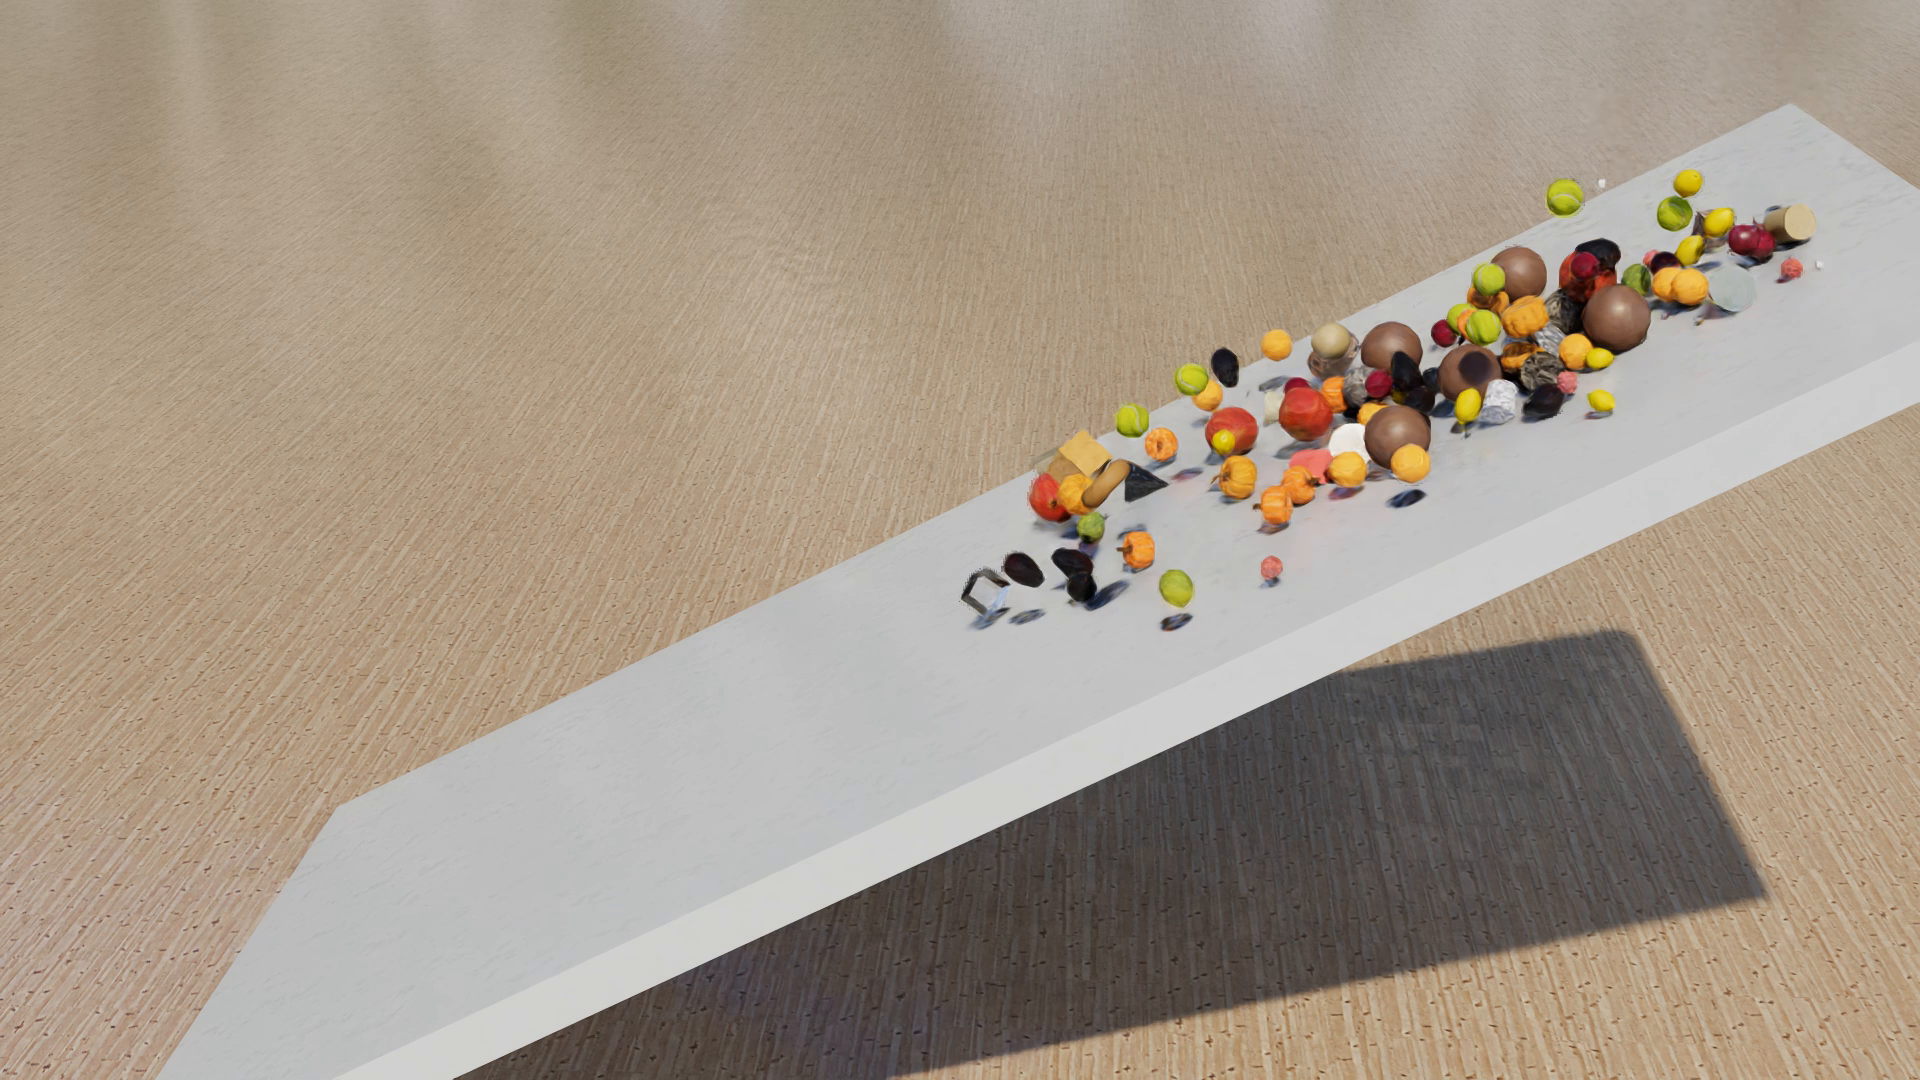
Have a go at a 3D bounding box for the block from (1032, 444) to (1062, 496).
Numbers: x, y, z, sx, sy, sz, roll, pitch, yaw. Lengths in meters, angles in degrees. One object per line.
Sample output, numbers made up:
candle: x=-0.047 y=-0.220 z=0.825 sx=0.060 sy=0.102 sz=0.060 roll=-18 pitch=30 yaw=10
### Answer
block: x=0.224 y=-0.166 z=6.933 sx=0.081 sy=0.081 sz=0.081 roll=-28 pitch=11 yaw=2

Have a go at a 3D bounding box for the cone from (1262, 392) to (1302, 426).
cone: x=0.722 y=-0.293 z=6.523 sx=0.082 sy=0.082 sz=0.082 roll=-8 pitch=12 yaw=28

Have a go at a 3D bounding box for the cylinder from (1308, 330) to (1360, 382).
cylinder: x=0.833 y=-0.414 z=6.560 sx=0.090 sy=0.090 sz=0.090 roll=10 pitch=53 yaw=-14

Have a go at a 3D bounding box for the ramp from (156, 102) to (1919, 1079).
ramp: x=0.140 y=0.167 z=6.281 sx=4.000 sy=0.100 sz=2.000 roll=-26 pitch=14 yaw=10

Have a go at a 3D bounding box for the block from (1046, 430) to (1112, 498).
block: x=0.255 y=-0.163 z=6.296 sx=0.087 sy=0.087 sz=0.087 roll=43 pitch=55 yaw=10

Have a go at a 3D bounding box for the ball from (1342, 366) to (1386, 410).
ball: x=0.843 y=-0.317 z=6.136 sx=0.092 sy=0.092 sz=0.092 roll=0 pitch=17 yaw=0

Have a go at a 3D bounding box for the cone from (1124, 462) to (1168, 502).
cone: x=0.419 y=-0.126 z=6.501 sx=0.092 sy=0.092 sz=0.092 roll=5 pitch=18 yaw=15

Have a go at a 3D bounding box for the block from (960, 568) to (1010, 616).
block: x=0.054 y=0.107 z=6.129 sx=0.064 sy=0.064 sz=0.064 roll=35 pitch=28 yaw=20

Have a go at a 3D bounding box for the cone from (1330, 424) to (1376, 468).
cone: x=0.796 y=-0.182 z=5.969 sx=0.092 sy=0.092 sz=0.092 roll=2 pitch=-11 yaw=7

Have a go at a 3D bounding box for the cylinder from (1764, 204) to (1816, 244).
cylinder: x=1.647 y=-0.626 z=5.835 sx=0.072 sy=0.072 sz=0.072 roll=-5 pitch=-1 yaw=-17

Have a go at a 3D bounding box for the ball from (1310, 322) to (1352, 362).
ball: x=0.790 y=-0.422 z=6.260 sx=0.085 sy=0.085 sz=0.085 roll=0 pitch=17 yaw=0

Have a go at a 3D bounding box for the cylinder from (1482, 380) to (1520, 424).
cylinder: x=1.047 y=-0.268 z=5.703 sx=0.062 sy=0.062 sz=0.062 roll=6 pitch=57 yaw=20

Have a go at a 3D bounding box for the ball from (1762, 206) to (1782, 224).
ball: x=1.656 y=-0.652 z=5.970 sx=0.054 sy=0.054 sz=0.054 roll=0 pitch=17 yaw=0

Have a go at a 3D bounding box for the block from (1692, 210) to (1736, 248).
block: x=1.560 y=-0.644 z=6.090 sx=0.058 sy=0.058 sz=0.058 roll=-6 pitch=34 yaw=-15

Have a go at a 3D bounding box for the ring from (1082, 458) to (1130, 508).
ring: x=0.276 y=-0.107 z=5.566 sx=0.039 sy=0.117 sz=0.117 roll=44 pitch=24 yaw=1

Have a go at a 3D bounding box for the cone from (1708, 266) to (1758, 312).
cone: x=1.476 y=-0.467 z=5.674 sx=0.096 sy=0.096 sz=0.096 roll=-2 pitch=-18 yaw=-5

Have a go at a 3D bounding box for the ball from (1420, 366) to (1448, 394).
ball: x=0.986 y=-0.333 z=6.118 sx=0.054 sy=0.054 sz=0.054 roll=0 pitch=17 yaw=0

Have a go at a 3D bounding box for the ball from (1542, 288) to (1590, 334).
ball: x=1.241 y=-0.468 z=6.025 sx=0.095 sy=0.095 sz=0.095 roll=0 pitch=17 yaw=0

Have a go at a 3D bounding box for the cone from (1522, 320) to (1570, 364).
cone: x=1.156 y=-0.376 z=5.908 sx=0.097 sy=0.097 sz=0.097 roll=19 pitch=46 yaw=-20

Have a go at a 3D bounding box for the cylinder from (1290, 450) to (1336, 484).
cylinder: x=0.714 y=-0.149 z=5.950 sx=0.069 sy=0.069 sz=0.069 roll=-9 pitch=4 yaw=-27

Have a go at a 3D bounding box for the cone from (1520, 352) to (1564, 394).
cone: x=1.153 y=-0.323 z=5.793 sx=0.084 sy=0.084 sz=0.084 roll=7 pitch=-3 yaw=20
